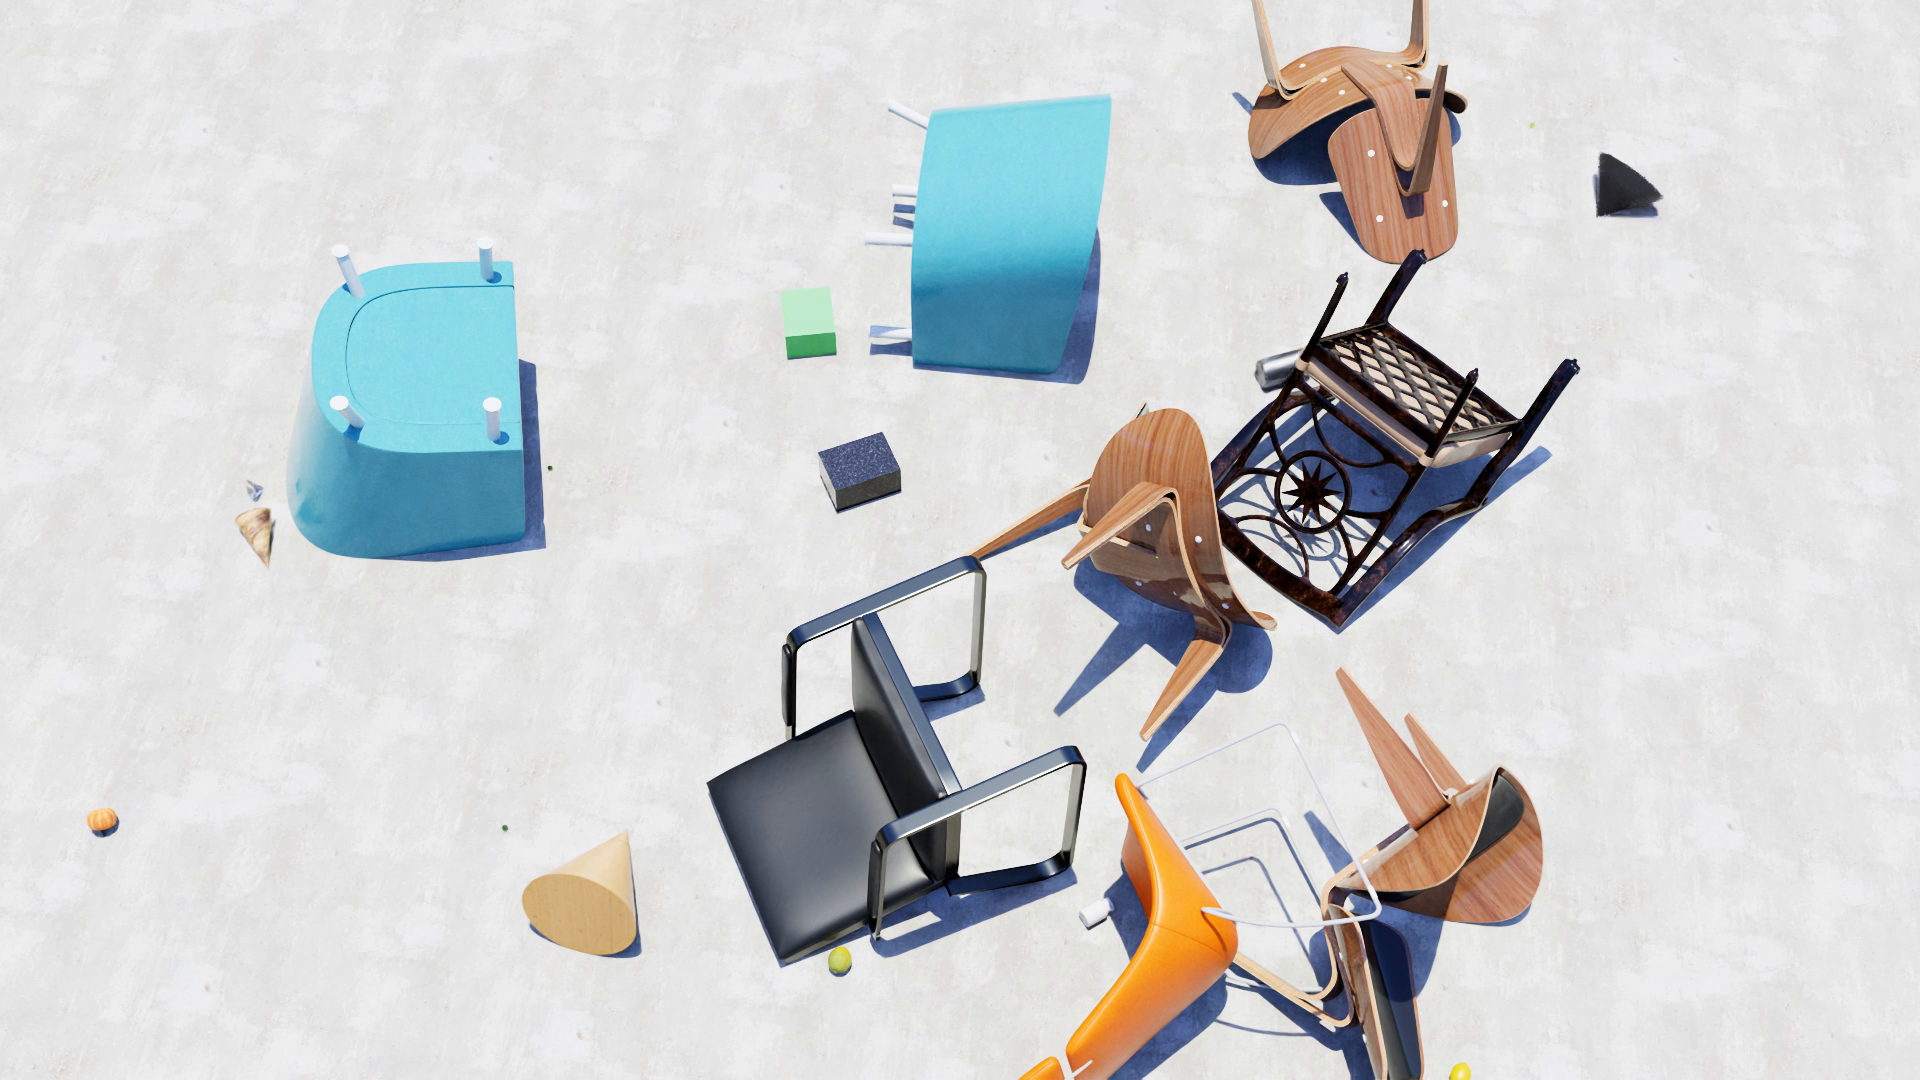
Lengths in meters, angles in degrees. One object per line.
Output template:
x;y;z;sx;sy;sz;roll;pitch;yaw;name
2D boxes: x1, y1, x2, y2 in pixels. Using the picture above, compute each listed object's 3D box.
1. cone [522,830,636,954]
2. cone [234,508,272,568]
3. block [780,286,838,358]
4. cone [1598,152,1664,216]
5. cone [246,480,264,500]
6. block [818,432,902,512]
-0.955;0.888;5.901;0.320;0.276;0.348;11;35;10;cone
-2.079;0.008;6.540;0.112;0.098;0.181;-23;74;6;cone
-0.480;-0.691;6.973;0.158;0.106;0.188;-6;56;-4;block
2.167;-1.137;7.285;0.262;0.197;0.172;40;95;18;cone
-2.127;-0.155;6.664;0.047;0.050;0.068;-11;58;-42;cone
-0.303;-0.207;6.646;0.209;0.111;0.153;-19;58;-12;block
